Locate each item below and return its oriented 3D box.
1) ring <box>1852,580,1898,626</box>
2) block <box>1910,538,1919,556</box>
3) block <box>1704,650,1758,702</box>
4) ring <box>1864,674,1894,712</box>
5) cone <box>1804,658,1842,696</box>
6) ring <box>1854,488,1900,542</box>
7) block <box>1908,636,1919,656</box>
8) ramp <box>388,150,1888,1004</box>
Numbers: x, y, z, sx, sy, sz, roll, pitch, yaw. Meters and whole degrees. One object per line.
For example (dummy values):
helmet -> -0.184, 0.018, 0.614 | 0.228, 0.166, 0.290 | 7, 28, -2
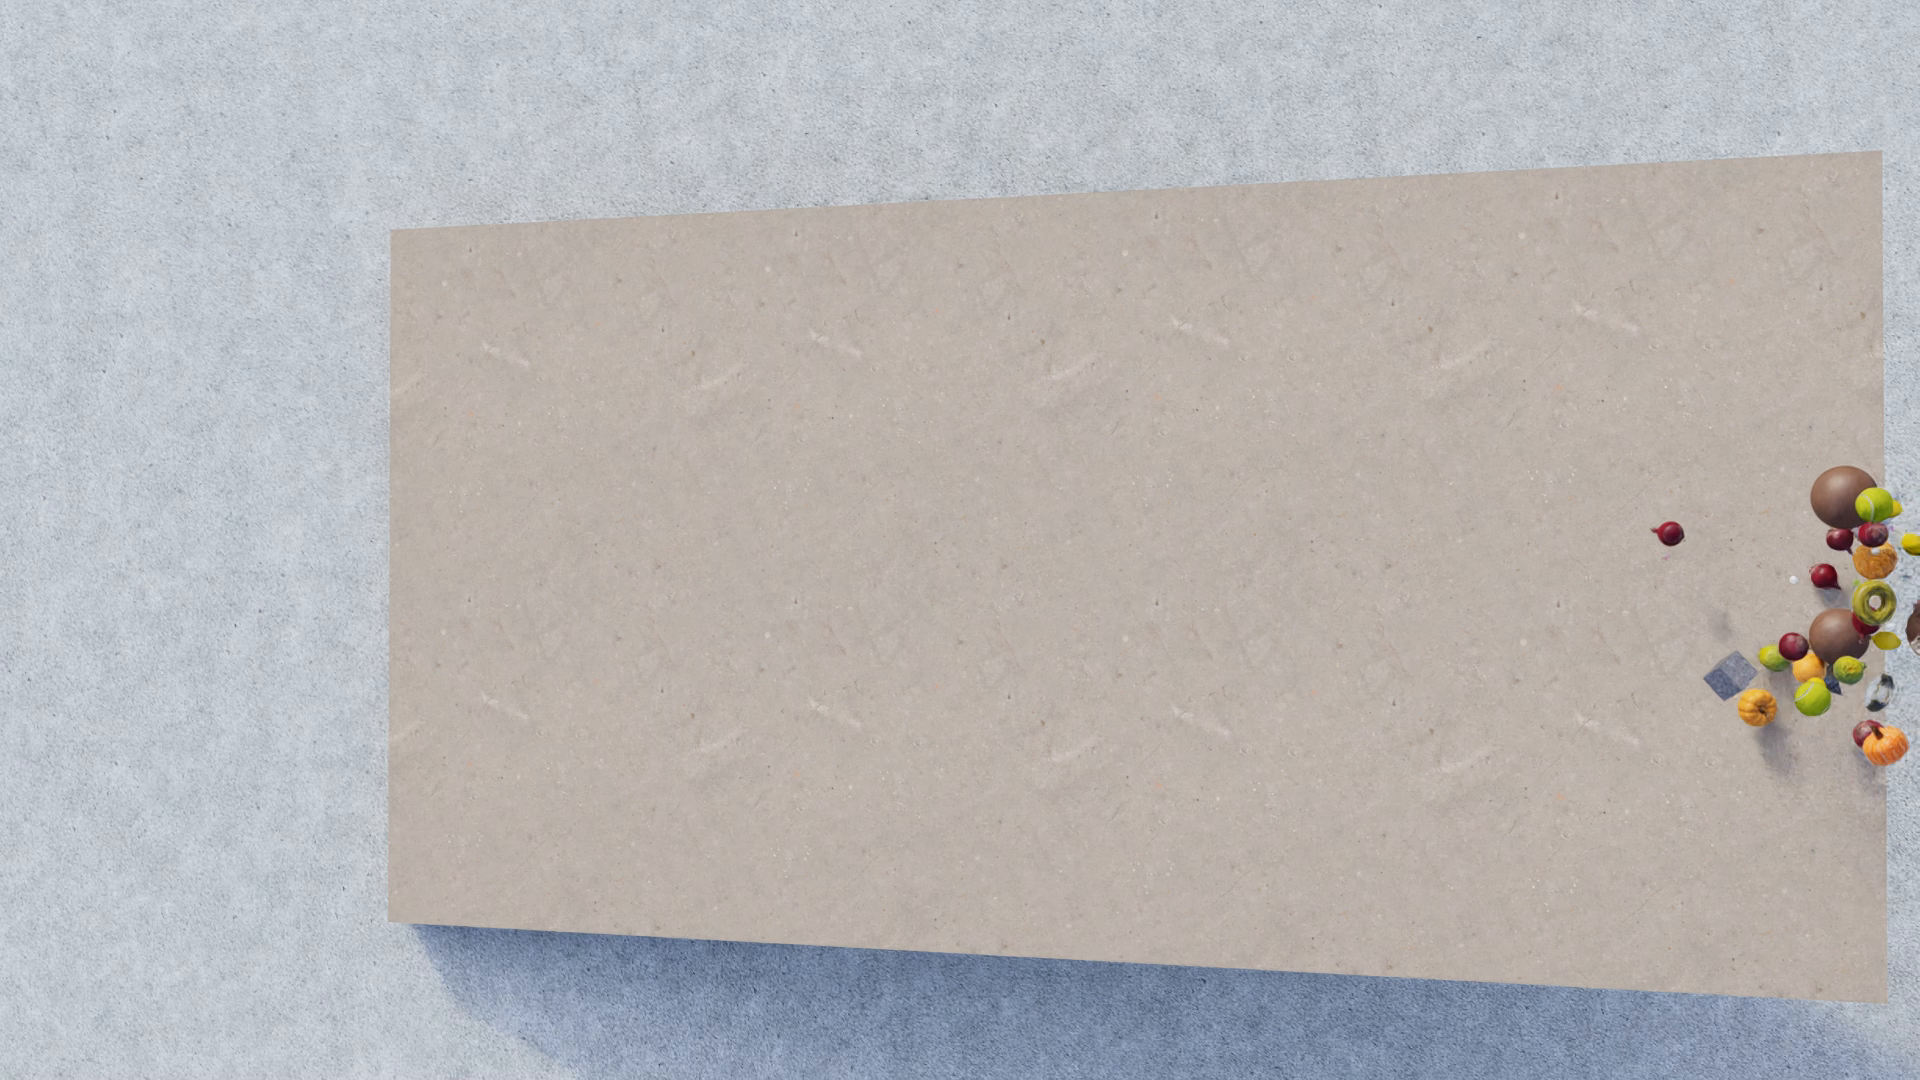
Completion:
ring -> 1.798, 0.123, 4.324 | 0.091, 0.030, 0.091 | 0, 93, -8
block -> 2.088, 0.025, 4.654 | 0.083, 0.083, 0.083 | 31, 106, -25
block -> 1.673, 0.295, 4.774 | 0.067, 0.067, 0.067 | -37, 80, -28
ring -> 1.837, 0.307, 4.394 | 0.027, 0.081, 0.081 | 22, 89, -2
cone -> 2.004, 0.330, 5.064 | 0.082, 0.082, 0.082 | -44, 87, -1
ring -> 2.055, -0.058, 4.930 | 0.045, 0.136, 0.136 | 37, 89, 33
block -> 1.726, 0.195, 3.802 | 0.094, 0.094, 0.094 | 32, 105, -30
ramp -> 0.274, 0.094, 5.800 | 4.000, 0.100, 2.000 | 0, 89, 17
